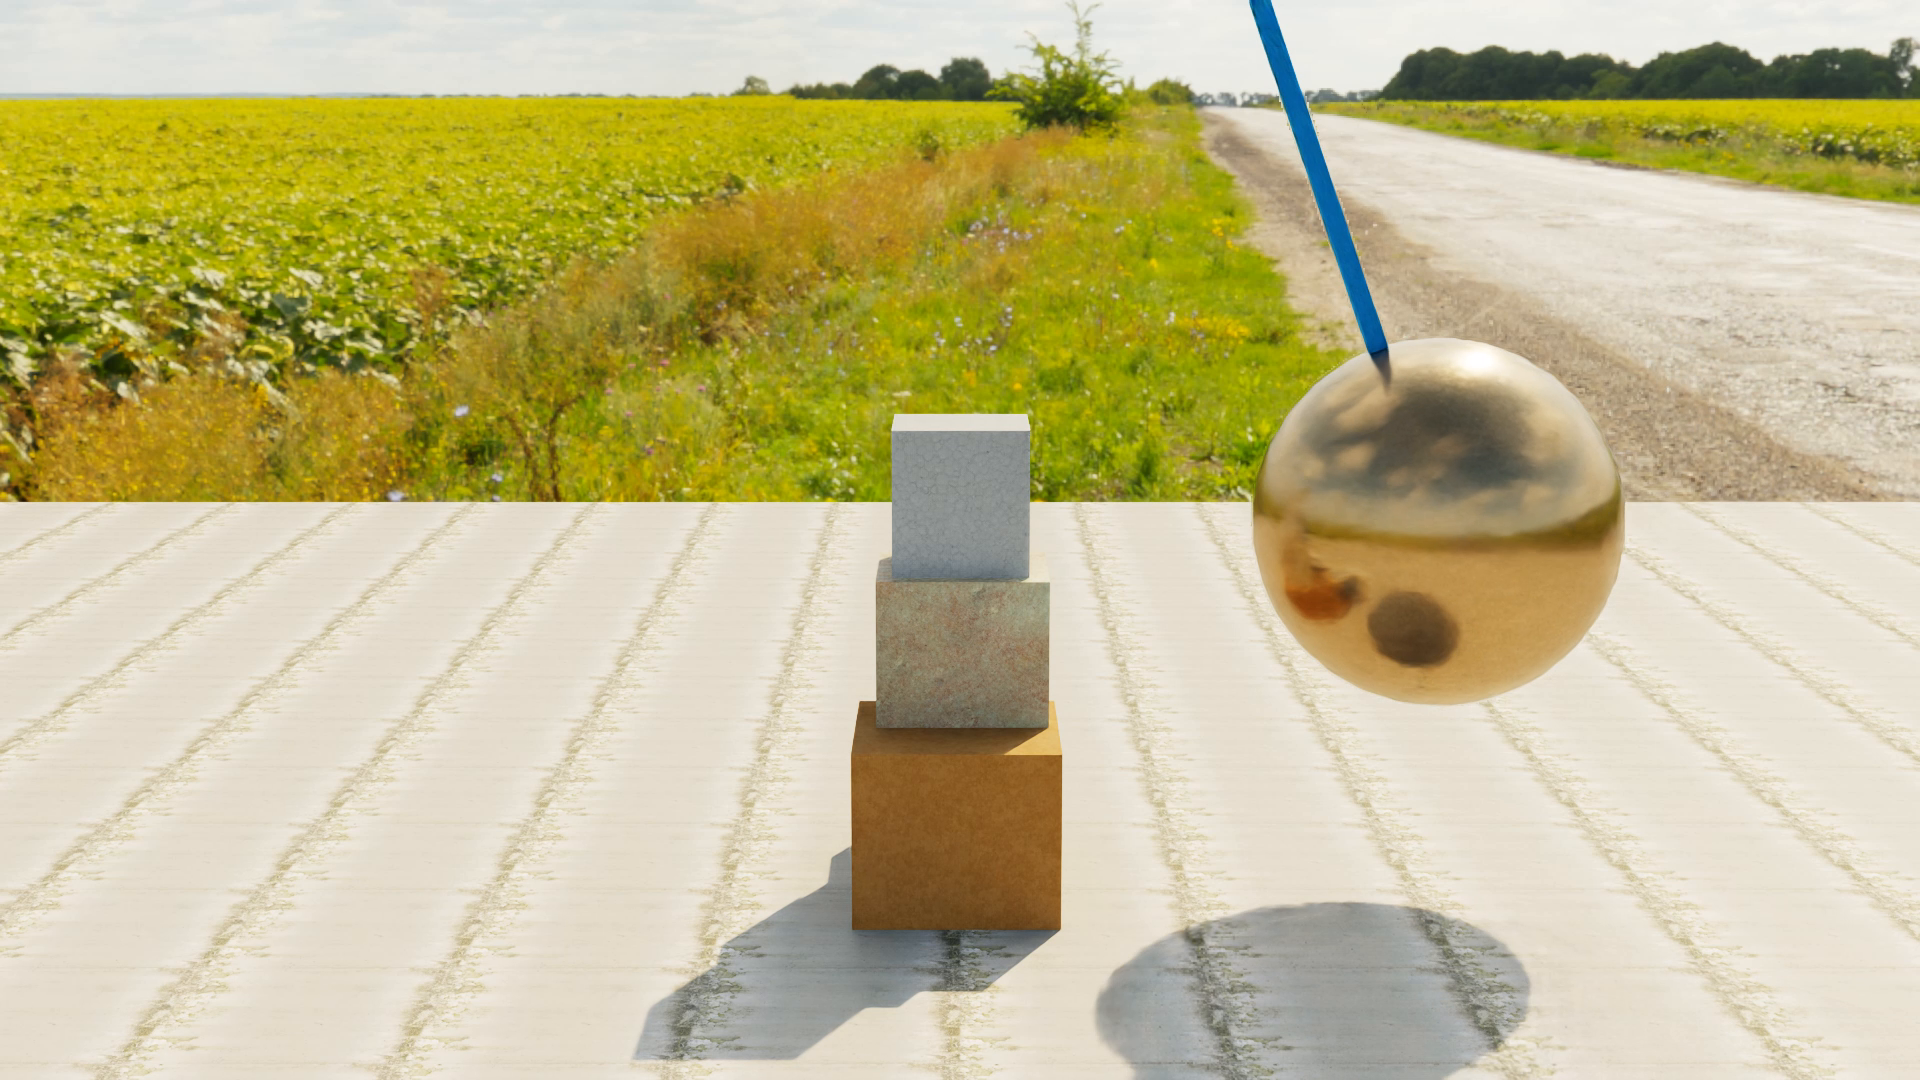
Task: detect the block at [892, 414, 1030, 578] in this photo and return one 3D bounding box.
[{"bbox_3d":[0.004,-0.198,11.144,0.586,0.633,0.541,0,10,0],"label":"block"}]

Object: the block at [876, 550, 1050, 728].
[{"bbox_3d":[0.011,0.426,11.258,0.738,0.635,0.720,0,10,0],"label":"block"}]

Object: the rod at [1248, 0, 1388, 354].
[{"bbox_3d":[0.899,-3.218,10.595,0.080,5.200,0.080,-20,10,4],"label":"rod"}]

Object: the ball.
[{"bbox_3d":[2.074,-0.079,11.166,1.600,1.600,1.600,0,10,0],"label":"ball"}]

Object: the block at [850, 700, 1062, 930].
[{"bbox_3d":[-0.014,1.168,11.045,0.869,0.750,0.920,0,10,0],"label":"block"}]
